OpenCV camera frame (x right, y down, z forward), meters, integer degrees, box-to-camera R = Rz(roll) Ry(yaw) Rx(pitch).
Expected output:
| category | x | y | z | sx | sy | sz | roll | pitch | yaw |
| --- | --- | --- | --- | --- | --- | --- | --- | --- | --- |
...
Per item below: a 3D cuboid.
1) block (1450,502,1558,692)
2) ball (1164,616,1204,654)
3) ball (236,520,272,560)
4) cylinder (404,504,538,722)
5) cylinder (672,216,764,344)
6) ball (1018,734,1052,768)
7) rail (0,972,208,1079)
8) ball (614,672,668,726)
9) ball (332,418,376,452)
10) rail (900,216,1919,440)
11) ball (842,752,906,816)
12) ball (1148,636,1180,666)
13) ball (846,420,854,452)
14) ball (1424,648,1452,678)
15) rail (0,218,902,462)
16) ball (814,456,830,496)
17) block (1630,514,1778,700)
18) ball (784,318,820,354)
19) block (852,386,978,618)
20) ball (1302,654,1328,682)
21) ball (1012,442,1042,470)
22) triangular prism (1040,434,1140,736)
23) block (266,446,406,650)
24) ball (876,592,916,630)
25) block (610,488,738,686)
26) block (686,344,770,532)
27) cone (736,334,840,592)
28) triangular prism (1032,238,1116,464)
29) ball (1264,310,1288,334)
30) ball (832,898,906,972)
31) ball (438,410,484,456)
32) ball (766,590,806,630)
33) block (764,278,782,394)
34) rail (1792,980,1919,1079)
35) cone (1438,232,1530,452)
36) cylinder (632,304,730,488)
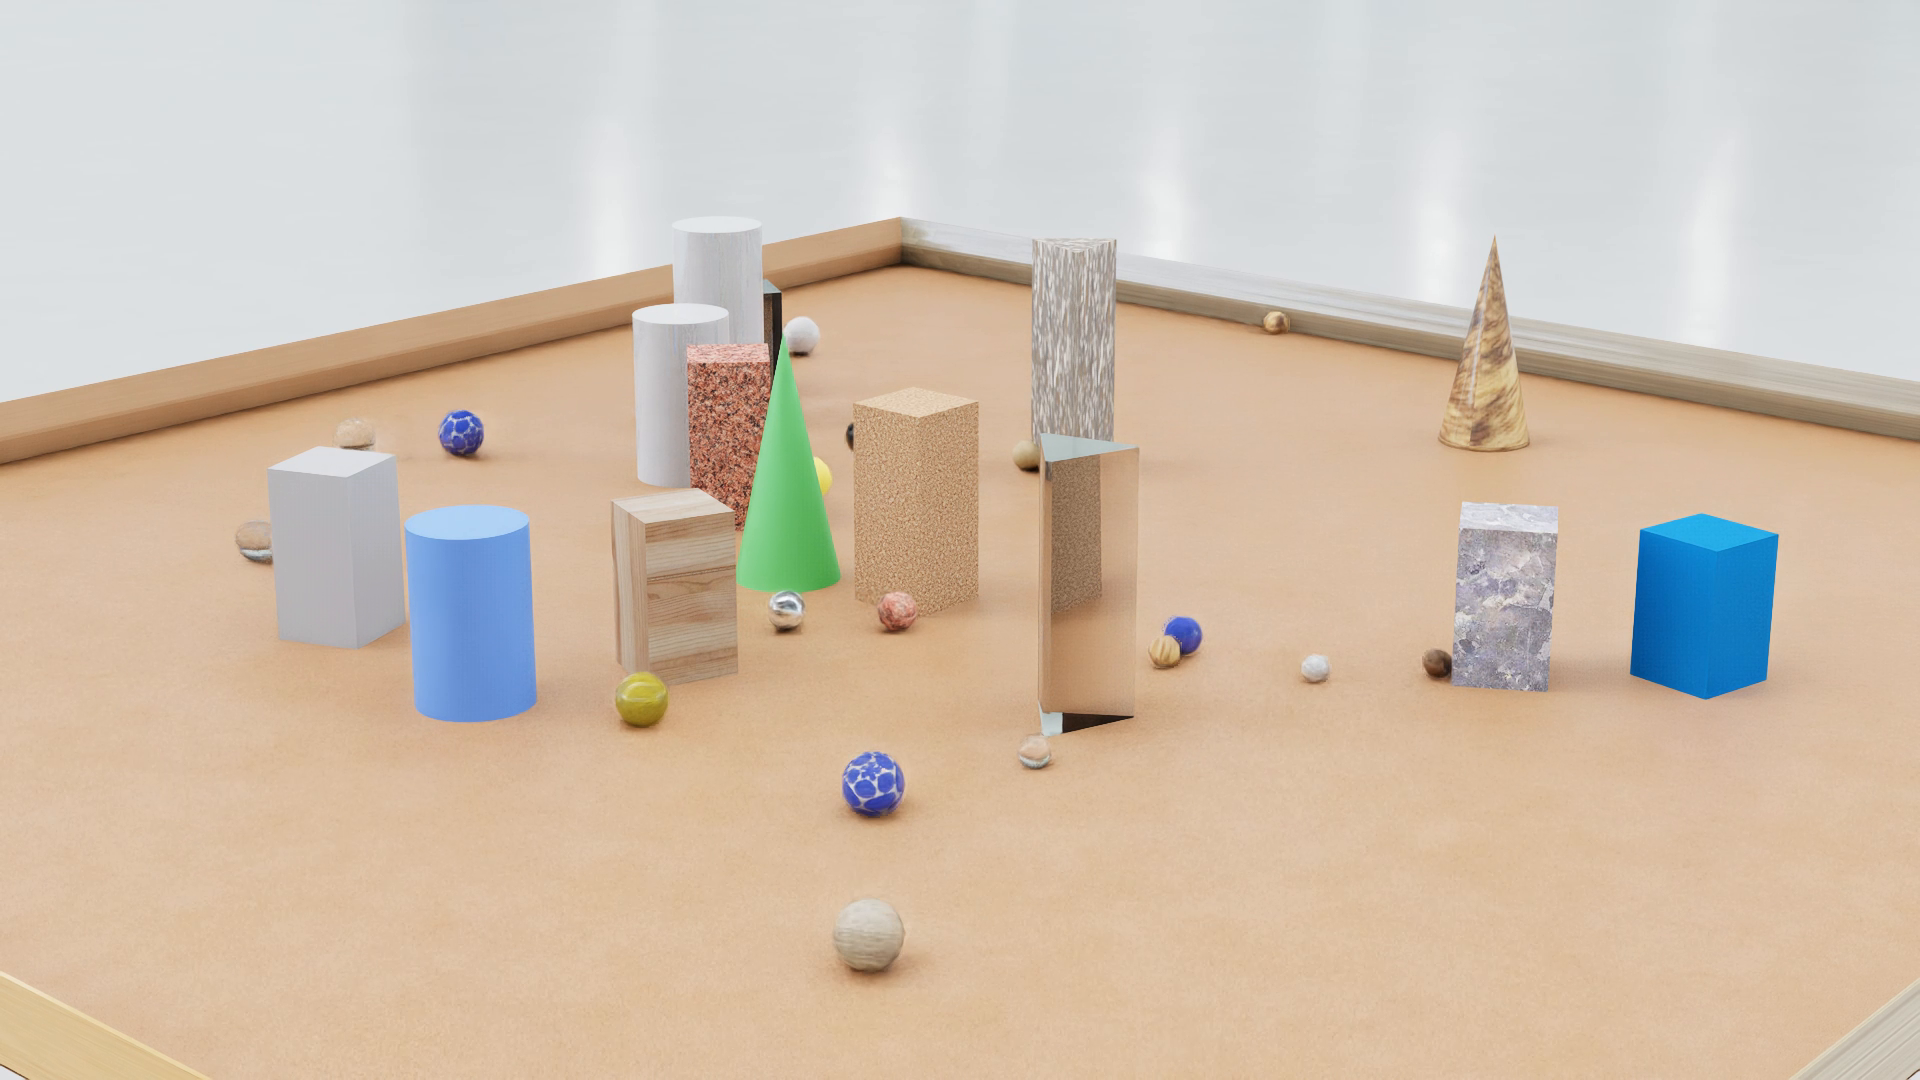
| category | x | y | z | sx | sy | sz | roll | pitch | yaw |
| --- | --- | --- | --- | --- | --- | --- | --- | --- | --- |
| block | 0.871 | 0.090 | 4.689 | 0.152 | 0.263 | 0.152 | 3 | 17 | 11 |
| ball | 0.367 | 0.156 | 4.812 | 0.064 | 0.064 | 0.064 | 0 | 17 | 0 |
| ball | -1.273 | 0.000 | 5.309 | 0.075 | 0.075 | 0.075 | 0 | 17 | 0 |
| cylinder | -0.759 | 0.113 | 4.558 | 0.190 | 0.294 | 0.190 | 0 | 17 | 0 |
| cylinder | -0.512 | -0.461 | 6.231 | 0.190 | 0.424 | 0.190 | 0 | 17 | 0 |
| ball | 0.110 | 0.310 | 4.324 | 0.051 | 0.051 | 0.051 | 0 | 17 | 0 |
| rail | -1.357 | 0.483 | 3.625 | 4.060 | 0.123 | 0.045 | 14 | 22 | 39 |
| ball | -0.488 | 0.243 | 4.491 | 0.083 | 0.083 | 0.083 | 0 | 17 | 0 |
| ball | -1.232 | -0.205 | 5.966 | 0.087 | 0.087 | 0.087 | 0 | 17 | 0 |
| rail | 1.357 | -0.421 | 6.617 | 4.060 | 0.123 | 0.045 | 14 | 22 | 39 |
| ball | -0.123 | 0.344 | 4.145 | 0.090 | 0.090 | 0.090 | 0 | 17 | 0 |
| ball | 0.331 | 0.180 | 4.754 | 0.052 | 0.052 | 0.052 | 0 | 17 | 0 |
| ball | -0.192 | -0.211 | 5.994 | 0.084 | 0.084 | 0.084 | 0 | 17 | 0 |
| ball | 0.767 | 0.198 | 4.705 | 0.046 | 0.046 | 0.046 | 0 | 17 | 0 |
| rail | -1.515 | -0.350 | 6.380 | 0.045 | 0.123 | 4.186 | 14 | 22 | 39 |
| ball | -0.294 | -0.119 | 5.680 | 0.089 | 0.089 | 0.089 | 0 | 17 | 0 |
| block | 1.186 | 0.104 | 4.675 | 0.152 | 0.244 | 0.152 | -13 | 21 | -36 |
| ball | -0.371 | -0.480 | 6.878 | 0.086 | 0.086 | 0.086 | 0 | 17 | 0 |
| block | -0.075 | -0.067 | 5.050 | 0.152 | 0.353 | 0.152 | 14 | 22 | 39 |
| ball | 0.568 | 0.205 | 4.687 | 0.044 | 0.044 | 0.044 | 0 | 17 | 0 |
| ball | 0.135 | -0.170 | 5.899 | 0.059 | 0.059 | 0.059 | 0 | 17 | 0 |
| triangular prism | 0.163 | 0.061 | 4.490 | 0.164 | 0.432 | 0.142 | -10 | 20 | -30 |
| block | -1.038 | 0.012 | 4.890 | 0.152 | 0.296 | 0.152 | 6 | 18 | 20 |
| ball | -0.107 | 0.119 | 4.931 | 0.066 | 0.066 | 0.066 | 0 | 17 | 0 |
| block | -0.459 | 0.076 | 4.714 | 0.152 | 0.274 | 0.152 | -9 | 19 | -26 |
| block | -0.433 | -0.193 | 5.518 | 0.152 | 0.324 | 0.152 | -2 | 17 | -5 |
| cone | -0.307 | -0.149 | 5.158 | 0.190 | 0.448 | 0.190 | 0 | 17 | 0 |
| triangular prism | 0.208 | -0.371 | 5.877 | 0.142 | 0.458 | 0.164 | 10 | 19 | 29 |
| ball | 0.762 | -0.524 | 7.075 | 0.058 | 0.058 | 0.058 | 0 | 17 | 0 |
| ball | -0.114 | 0.492 | 3.655 | 0.091 | 0.091 | 0.091 | 0 | 17 | 0 |
| ball | -1.021 | -0.219 | 5.999 | 0.095 | 0.095 | 0.095 | 0 | 17 | 0 |
| ball | -0.291 | 0.118 | 4.932 | 0.067 | 0.067 | 0.067 | 0 | 17 | 0 |
| block | -0.485 | -0.446 | 6.512 | 0.152 | 0.234 | 0.152 | -5 | 17 | -15 |
| rail | 1.515 | 0.411 | 3.861 | 0.045 | 0.123 | 4.186 | 14 | 22 | 39 |
| cone | 1.095 | -0.418 | 6.063 | 0.190 | 0.439 | 0.190 | 0 | 17 | 0 |
| cylinder | -0.550 | -0.288 | 5.822 | 0.190 | 0.330 | 0.190 | 0 | 17 | 0 |
